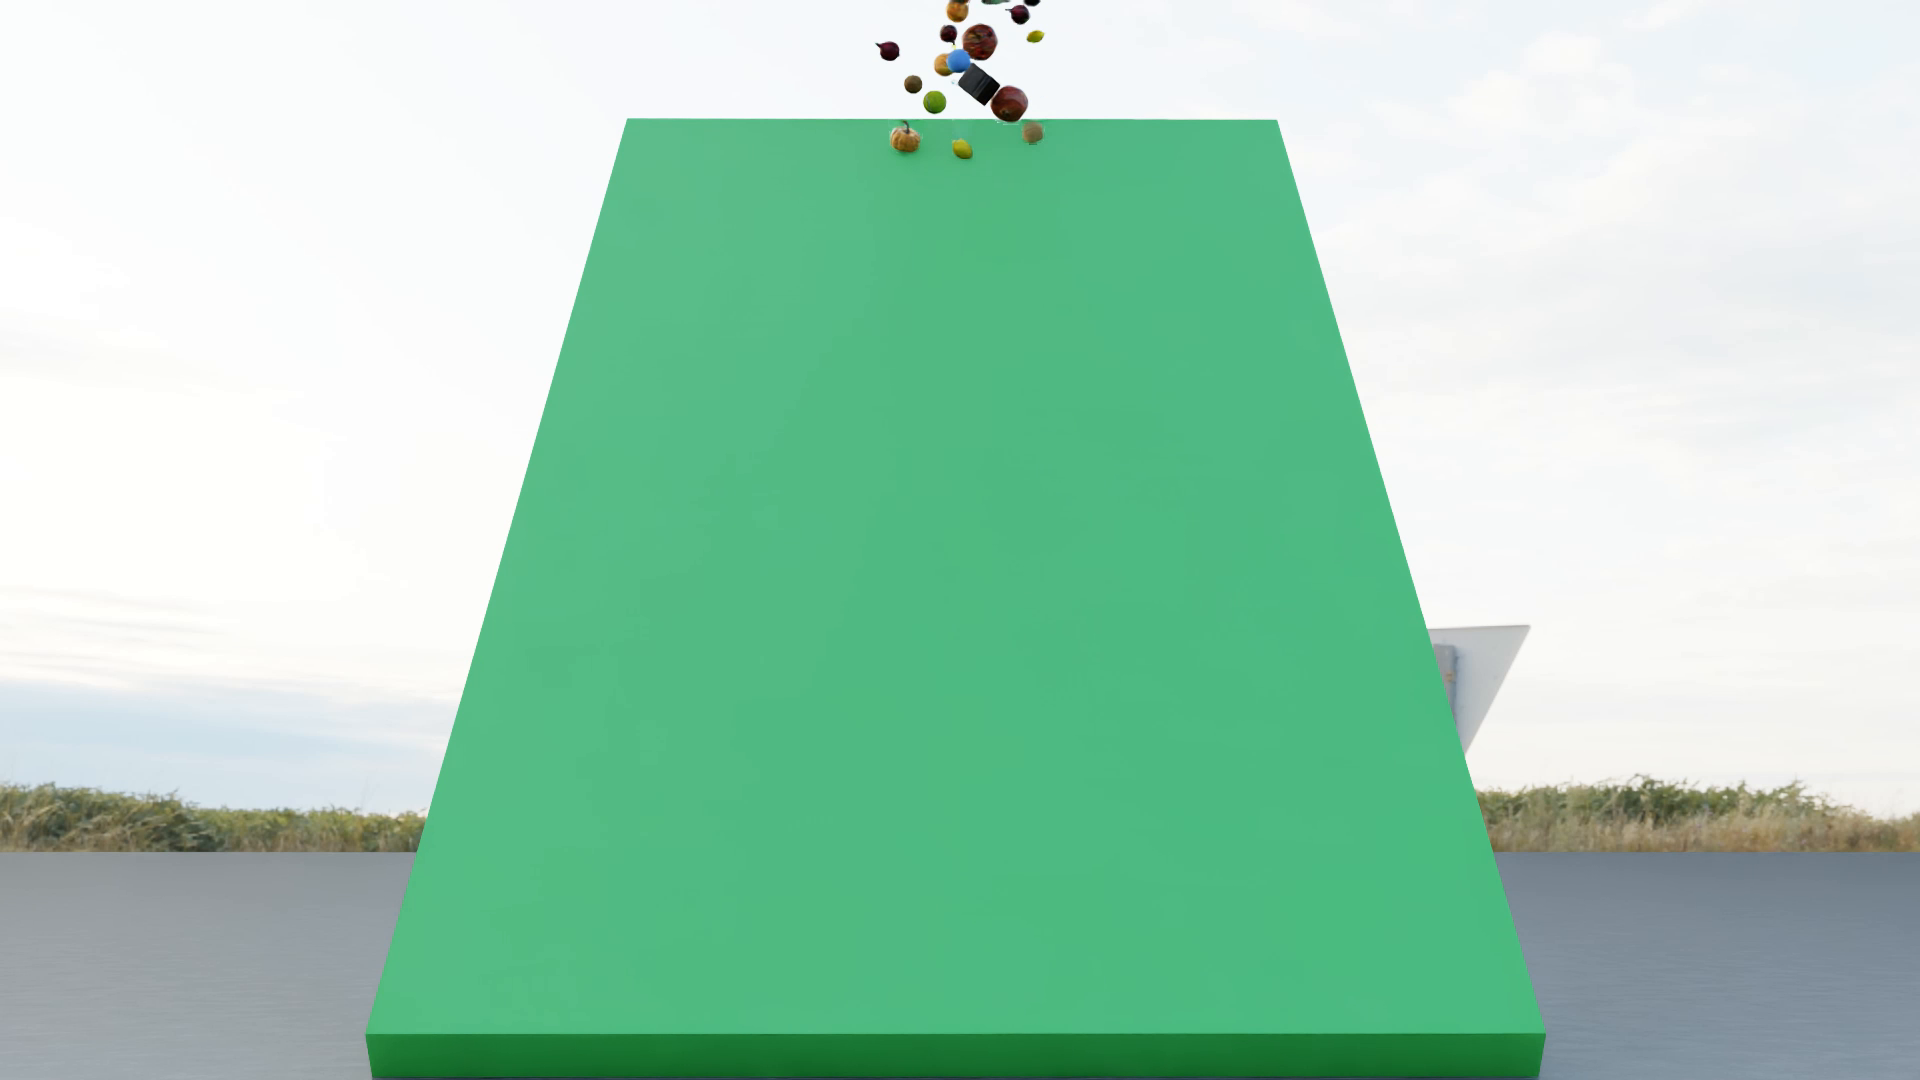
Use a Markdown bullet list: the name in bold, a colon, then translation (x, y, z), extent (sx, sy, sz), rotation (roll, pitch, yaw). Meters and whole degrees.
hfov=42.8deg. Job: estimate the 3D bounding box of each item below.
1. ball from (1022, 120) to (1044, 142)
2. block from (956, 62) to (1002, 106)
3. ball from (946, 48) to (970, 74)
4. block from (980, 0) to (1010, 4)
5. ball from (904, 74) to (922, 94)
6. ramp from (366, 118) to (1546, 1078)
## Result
- **ball**: translation (0.219, -1.227, 7.361), extent (0.066, 0.066, 0.066), rotation (0, -7, 0)
- **block**: translation (0.055, -1.345, 7.231), extent (0.081, 0.081, 0.081), rotation (42, 9, 19)
- **ball**: translation (-0.004, -1.389, 7.106), extent (0.071, 0.071, 0.071), rotation (0, -7, 0)
- **block**: translation (0.102, -1.660, 7.306), extent (0.086, 0.086, 0.086), rotation (1, -19, 16)
- **ball**: translation (-0.135, -1.313, 7.053), extent (0.056, 0.056, 0.056), rotation (0, -7, 0)
- **ramp**: translation (-0.015, -0.188, 5.864), extent (2.000, 0.100, 4.000), rotation (0, 32, 0)
